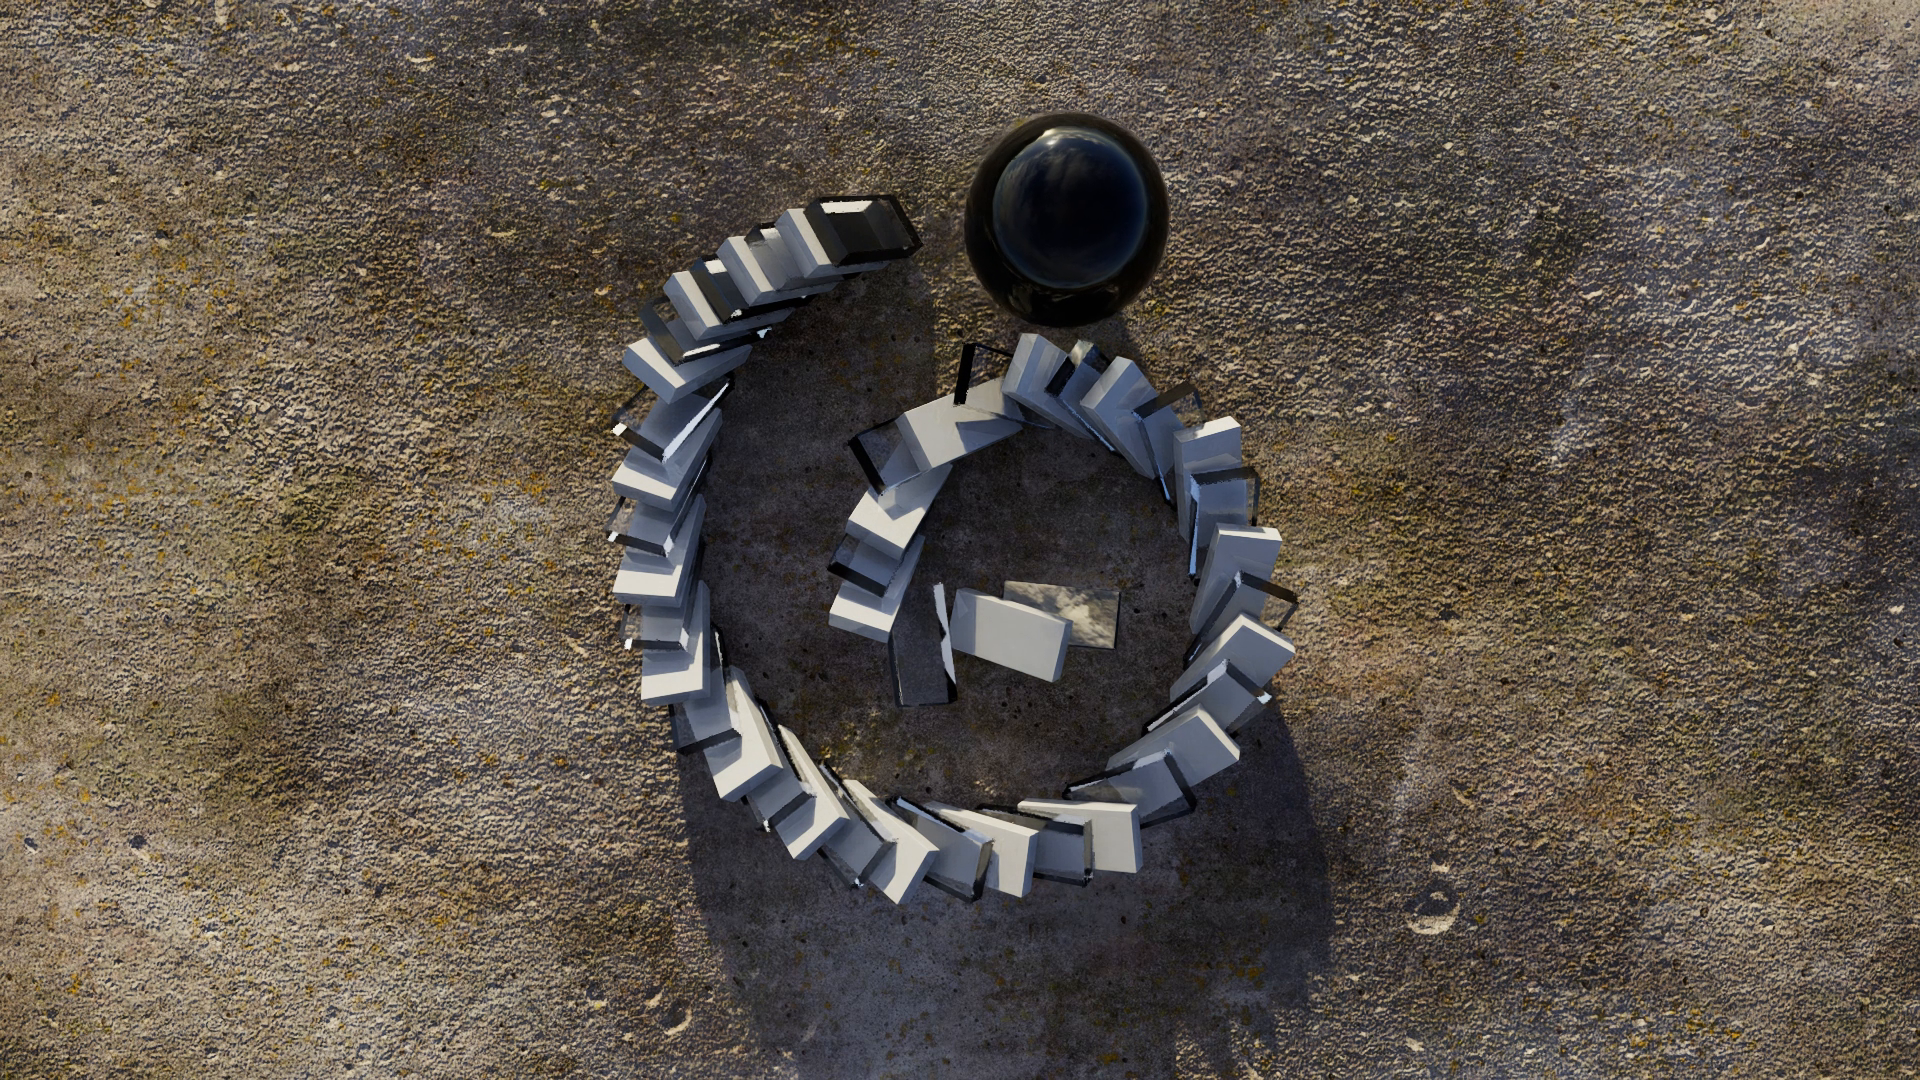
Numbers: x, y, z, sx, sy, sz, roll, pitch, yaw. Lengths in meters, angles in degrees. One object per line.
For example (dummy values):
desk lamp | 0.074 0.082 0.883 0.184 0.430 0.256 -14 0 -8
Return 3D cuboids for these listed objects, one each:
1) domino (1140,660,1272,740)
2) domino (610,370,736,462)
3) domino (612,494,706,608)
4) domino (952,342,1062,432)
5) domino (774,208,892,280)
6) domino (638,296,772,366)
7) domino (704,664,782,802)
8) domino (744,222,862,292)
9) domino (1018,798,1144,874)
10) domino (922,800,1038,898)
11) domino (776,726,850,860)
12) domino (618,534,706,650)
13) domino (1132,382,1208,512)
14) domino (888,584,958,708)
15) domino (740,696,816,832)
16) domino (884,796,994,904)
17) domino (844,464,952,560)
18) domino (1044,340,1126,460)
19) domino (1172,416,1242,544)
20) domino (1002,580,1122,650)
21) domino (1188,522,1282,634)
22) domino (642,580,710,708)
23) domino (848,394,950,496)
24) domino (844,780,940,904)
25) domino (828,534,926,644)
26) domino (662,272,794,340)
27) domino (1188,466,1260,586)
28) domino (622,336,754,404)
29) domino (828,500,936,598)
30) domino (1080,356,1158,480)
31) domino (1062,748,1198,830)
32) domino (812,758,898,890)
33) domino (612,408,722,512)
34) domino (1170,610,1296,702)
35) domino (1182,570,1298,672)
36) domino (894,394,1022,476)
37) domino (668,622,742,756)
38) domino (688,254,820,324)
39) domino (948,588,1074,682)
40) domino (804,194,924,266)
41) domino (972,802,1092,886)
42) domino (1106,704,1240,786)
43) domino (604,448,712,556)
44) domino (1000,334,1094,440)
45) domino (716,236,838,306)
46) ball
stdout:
domino | 0.102 0.074 0.382 0.025 0.010 0.050 40 121 -4
domino | -0.119 -0.058 0.382 0.025 0.010 0.050 31 56 1
domino | -0.124 0.003 0.382 0.025 0.010 0.050 4 58 1
domino | 0.023 -0.063 0.383 0.050 0.010 0.025 10 90 -32
domino | -0.050 -0.123 0.378 0.010 0.050 0.025 -30 90 39
domino | -0.104 -0.090 0.378 0.010 0.050 0.025 -35 90 40
domino | -0.095 0.080 0.382 0.025 0.009 0.050 -35 58 4
domino | -0.062 -0.118 0.378 0.010 0.050 0.025 -32 90 39
domino | 0.050 0.123 0.384 0.050 0.009 0.025 -5 90 28
domino | 0.007 0.129 0.384 0.050 0.010 0.025 8 90 28
domino | -0.070 0.105 0.383 0.025 0.009 0.050 -43 59 0
domino | -0.124 0.021 0.384 0.025 0.010 0.050 2 61 0
domino | 0.092 -0.038 0.382 0.025 0.009 0.050 -29 125 -1
domino | -0.017 0.045 0.391 0.025 0.009 0.050 -8 90 23
domino | -0.083 0.093 0.382 0.025 0.009 0.050 -39 57 2
domino | -0.011 0.128 0.382 0.050 0.010 0.025 14 93 33
domino | -0.025 -0.018 0.381 0.025 0.010 0.050 29 54 0
domino | 0.059 -0.058 0.381 0.050 0.010 0.025 35 89 -38
domino | 0.104 -0.024 0.381 0.025 0.009 0.050 -16 124 -4
domino | 0.043 0.032 0.395 0.050 0.010 0.025 6 90 0
domino | 0.114 0.018 0.383 0.025 0.010 0.050 6 121 0
domino | -0.118 0.043 0.383 0.025 0.009 0.050 -10 60 1
domino | -0.019 -0.040 0.382 0.050 0.010 0.025 -29 87 -32
domino | -0.035 0.125 0.383 0.050 0.010 0.025 30 90 31
domino | -0.034 0.016 0.381 0.025 0.009 0.050 18 53 2
domino | -0.094 -0.100 0.378 0.010 0.050 0.025 -33 90 40
domino | 0.110 -0.005 0.382 0.025 0.010 0.050 -8 123 -2
domino | -0.111 -0.076 0.378 0.025 0.050 0.010 41 130 0
domino | -0.032 -0.002 0.381 0.025 0.009 0.050 27 54 1
domino | 0.073 -0.050 0.380 0.025 0.010 0.050 -51 128 -3
domino | 0.070 0.108 0.384 0.050 0.009 0.025 -29 90 29
domino | -0.052 0.118 0.383 0.050 0.010 0.025 39 93 31
domino | -0.121 -0.037 0.383 0.025 0.009 0.050 18 57 0
domino | 0.112 0.055 0.381 0.025 0.010 0.050 29 122 -6
domino | 0.116 0.039 0.382 0.025 0.010 0.050 22 123 -2
domino | 0.000 -0.048 0.383 0.050 0.009 0.025 -27 90 -32
domino | -0.109 0.062 0.383 0.025 0.009 0.050 -21 59 1
domino | -0.084 -0.106 0.378 0.009 0.050 0.025 -32 90 40
domino | 0.020 0.039 0.383 0.050 0.010 0.025 16 100 25
domino | -0.039 -0.128 0.378 0.010 0.050 0.025 -30 90 39
domino | 0.030 0.127 0.384 0.050 0.010 0.025 -1 91 28
domino | 0.088 0.092 0.383 0.025 0.010 0.050 48 120 -3
domino | -0.125 -0.019 0.383 0.025 0.009 0.050 16 59 0
domino | 0.041 -0.063 0.380 0.050 0.009 0.025 23 87 -39
domino | -0.073 -0.113 0.378 0.010 0.050 0.025 -32 90 39
ball | 0.041 -0.124 0.360 0.080 0.080 0.080 0 90 0
